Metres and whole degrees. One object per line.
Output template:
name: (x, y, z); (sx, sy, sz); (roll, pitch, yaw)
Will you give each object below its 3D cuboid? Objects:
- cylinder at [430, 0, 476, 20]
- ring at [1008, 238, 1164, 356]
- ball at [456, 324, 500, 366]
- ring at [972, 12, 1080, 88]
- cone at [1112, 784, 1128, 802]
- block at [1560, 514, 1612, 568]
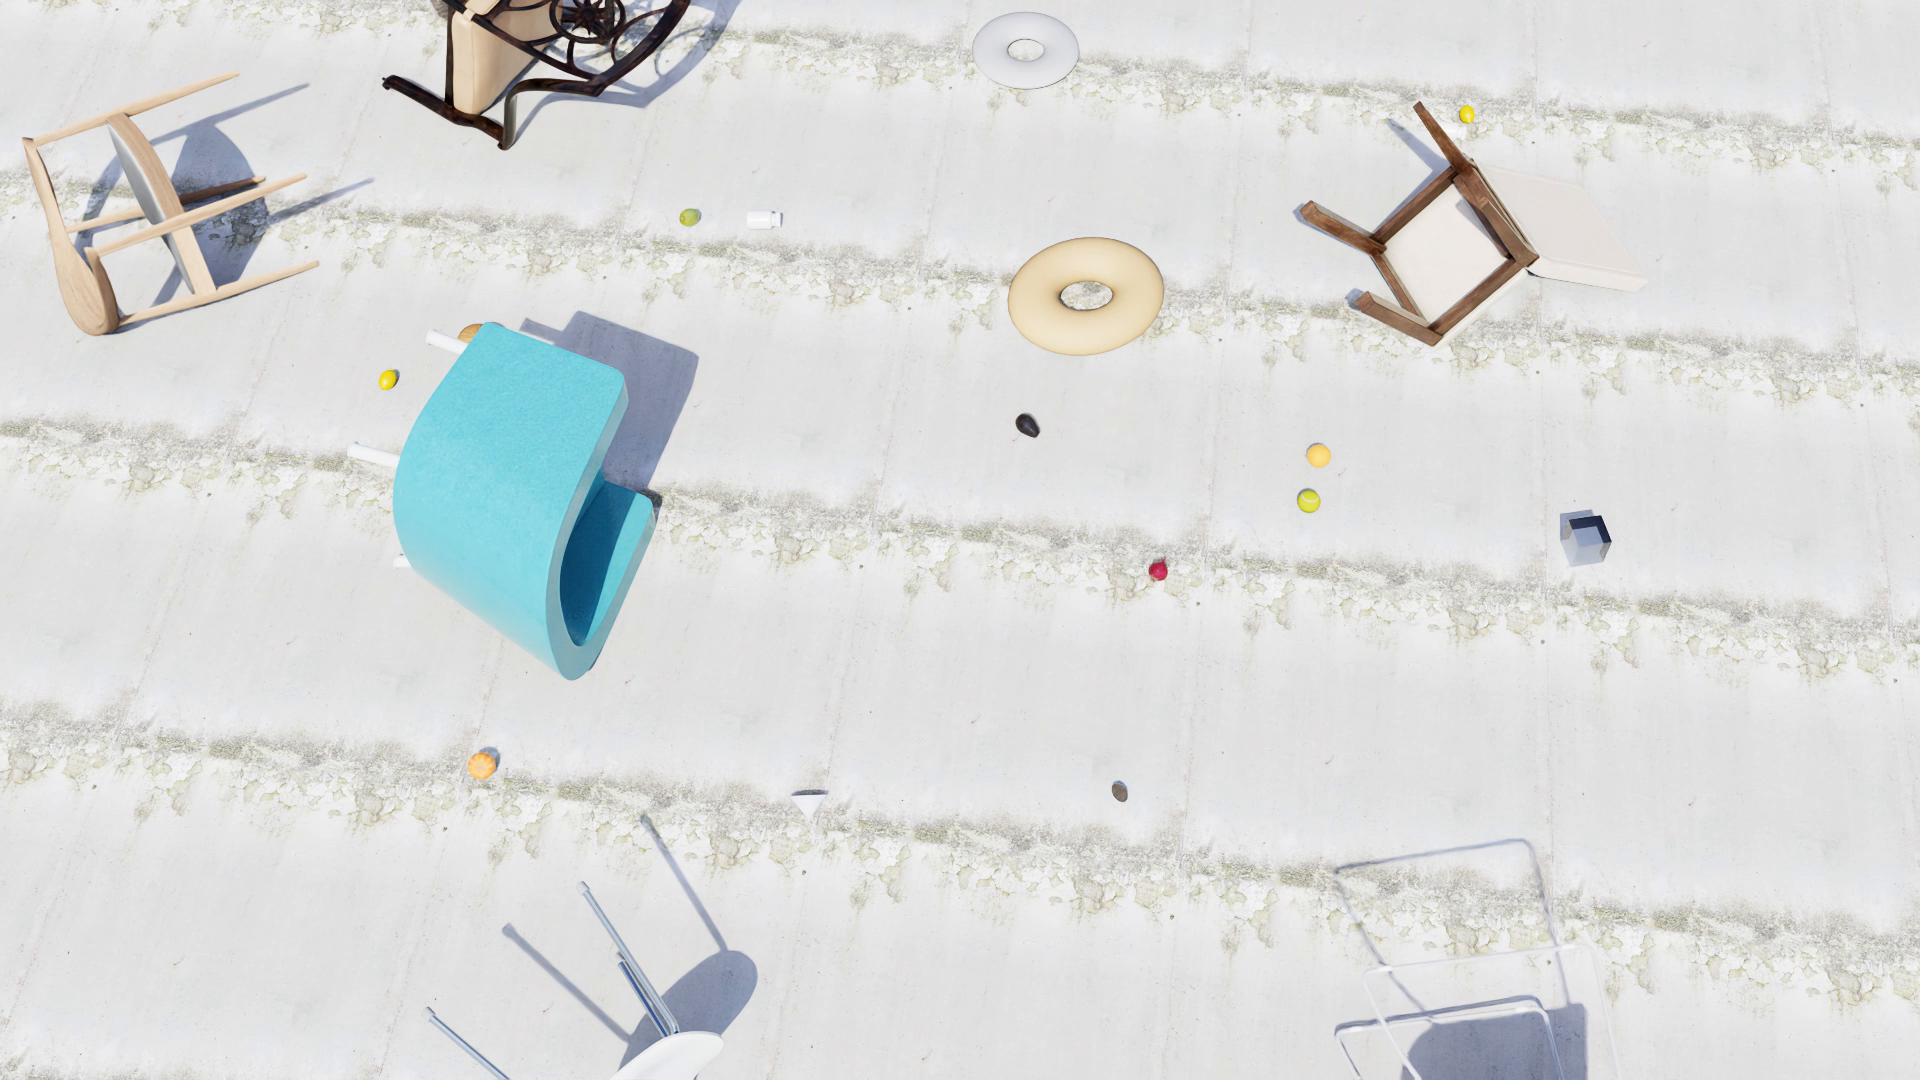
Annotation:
cylinder: (-1.844, -1.983, 7.838); (0.144, 0.111, 0.261); (-24, 59, -17)
ring: (0.402, -0.780, 7.021); (0.514, 0.129, 0.443); (-20, 59, -12)
ball: (-1.511, -0.612, 6.902); (0.136, 0.136, 0.136); (0, 56, 0)
ring: (0.229, -1.714, 7.689); (0.378, 0.059, 0.373); (-18, 58, -12)
cone: (0.452, 0.697, 6.095); (0.057, 0.046, 0.035); (46, 33, 20)
block: (1.851, 0.003, 6.505); (0.101, 0.110, 0.097); (-8, 57, -5)
